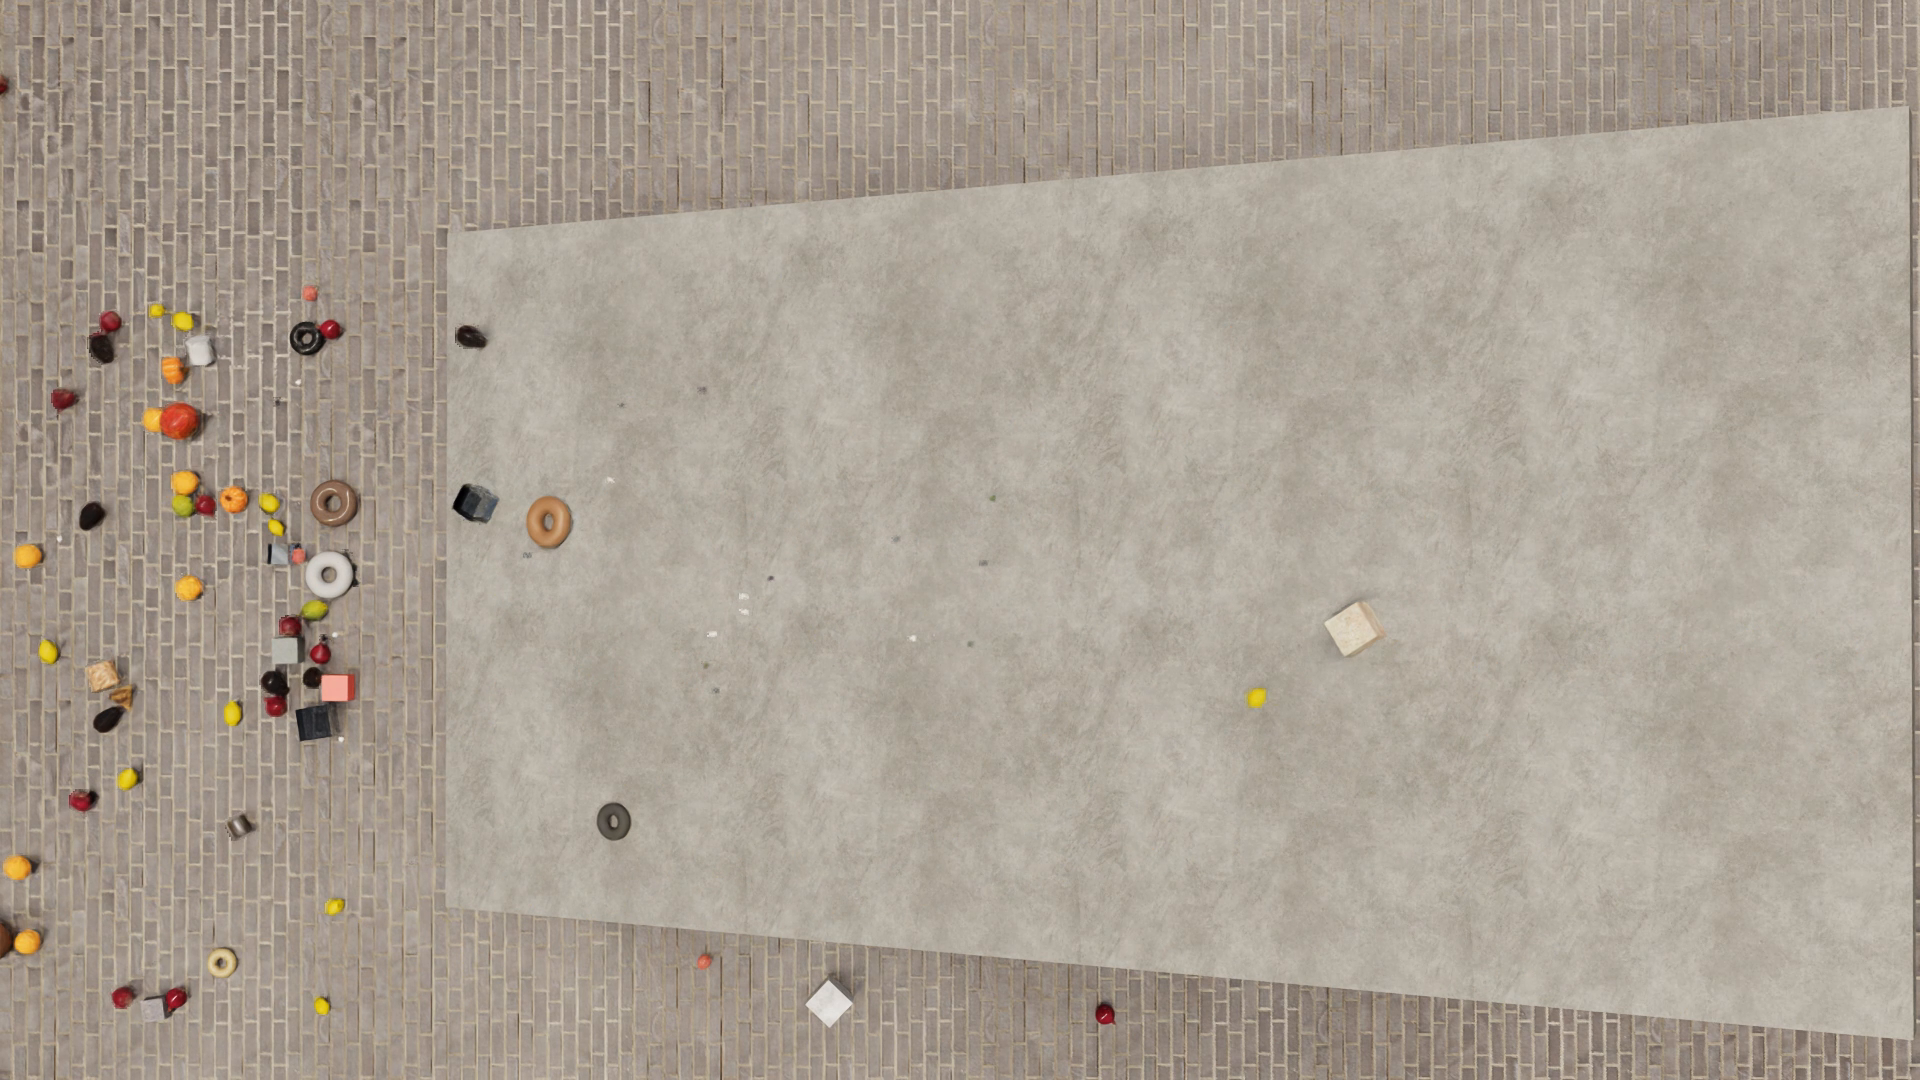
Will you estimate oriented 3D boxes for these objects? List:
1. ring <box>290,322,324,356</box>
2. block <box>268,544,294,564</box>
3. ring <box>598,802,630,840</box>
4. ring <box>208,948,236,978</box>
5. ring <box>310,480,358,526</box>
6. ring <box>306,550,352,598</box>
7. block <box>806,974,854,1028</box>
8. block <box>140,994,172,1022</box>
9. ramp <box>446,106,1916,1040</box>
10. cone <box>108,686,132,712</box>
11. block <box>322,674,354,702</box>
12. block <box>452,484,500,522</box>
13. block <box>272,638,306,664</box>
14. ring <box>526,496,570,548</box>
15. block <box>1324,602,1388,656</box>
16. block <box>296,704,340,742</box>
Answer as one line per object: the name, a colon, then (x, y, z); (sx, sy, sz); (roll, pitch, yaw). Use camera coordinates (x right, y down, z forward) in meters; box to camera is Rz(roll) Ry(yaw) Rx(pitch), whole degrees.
ring: (-1.964, -0.606, 6.609); (0.102, 0.034, 0.102); (0, 88, 1)
block: (-2.034, 0.043, 6.588); (0.061, 0.061, 0.061); (2, 89, 0)
ring: (-0.979, 0.797, 6.223); (0.108, 0.036, 0.108); (0, 90, 26)
ring: (-2.212, 1.268, 6.591); (0.090, 0.030, 0.090); (0, 91, 1)
ring: (-1.879, -0.110, 6.597); (0.141, 0.047, 0.141); (0, 88, 0)
ring: (-1.891, 0.104, 6.594); (0.144, 0.048, 0.144); (0, 88, 1)
block: (-0.387, 1.373, 6.555); (0.099, 0.099, 0.099); (44, 90, 0)
block: (-2.402, 1.400, 6.572); (0.064, 0.064, 0.064); (-8, 89, 0)
ramp: (0.278, 0.079, 5.663); (4.000, 0.100, 2.000); (0, 89, 27)
cone: (-2.505, 0.486, 6.598); (0.070, 0.070, 0.070); (-16, 116, 0)
block: (-1.859, 0.441, 6.577); (0.075, 0.075, 0.075); (1, 89, 0)
block: (-1.416, -0.107, 6.430); (0.081, 0.081, 0.081); (34, 104, 23)
block: (-2.009, 0.330, 6.578); (0.076, 0.076, 0.076); (-1, 89, 0)
ring: (-1.185, -0.052, 6.329); (0.150, 0.050, 0.150); (-1, 89, 29)
block: (0.939, 0.211, 5.215); (0.093, 0.093, 0.093); (-36, 74, 22)
block: (-1.917, 0.543, 6.566); (0.095, 0.095, 0.095); (-9, 89, 0)
